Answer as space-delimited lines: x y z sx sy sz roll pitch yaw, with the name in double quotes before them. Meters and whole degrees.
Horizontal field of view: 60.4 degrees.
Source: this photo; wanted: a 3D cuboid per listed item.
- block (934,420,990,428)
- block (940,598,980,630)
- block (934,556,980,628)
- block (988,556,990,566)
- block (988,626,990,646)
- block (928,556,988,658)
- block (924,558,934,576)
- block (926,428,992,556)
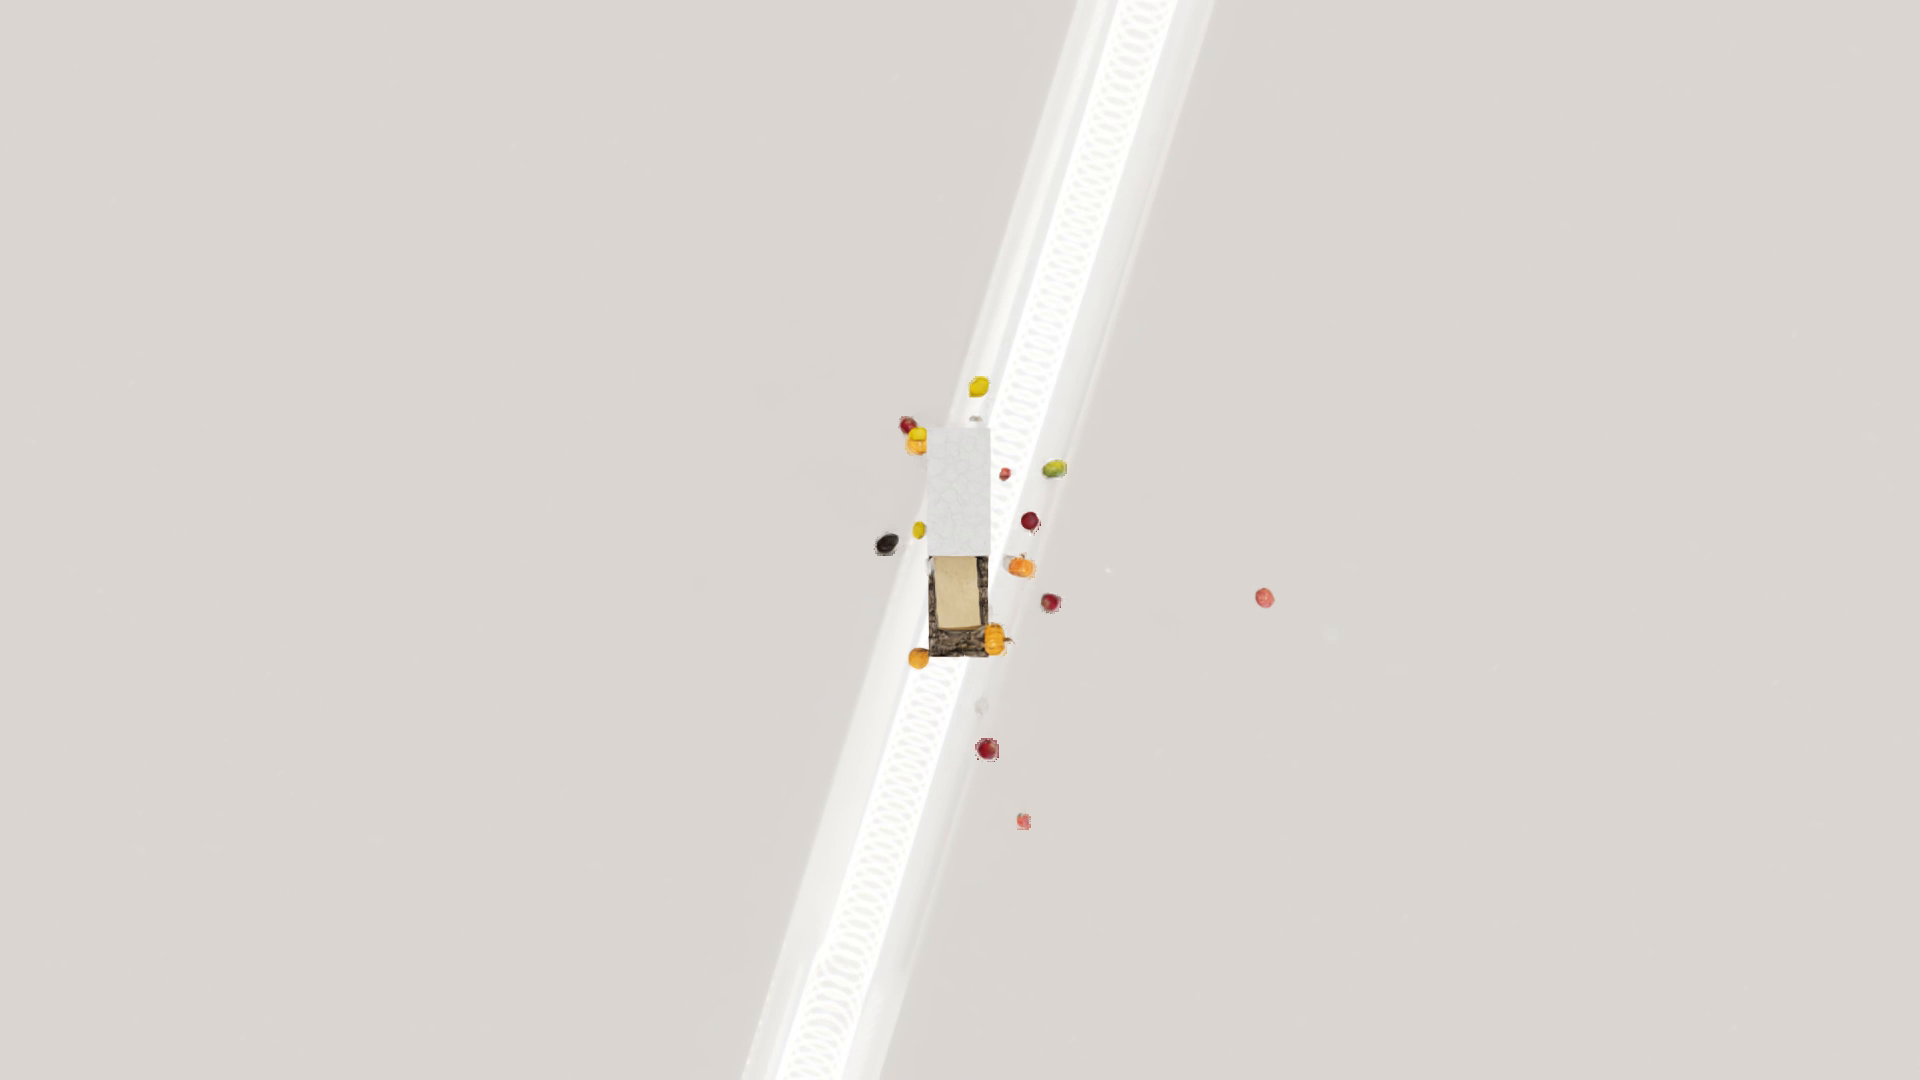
"block" 0.003 -0.180 4.800 0.164 0.047 0.329 1 90 0
"block" -0.002 0.209 4.640 0.113 0.226 0.032 0 72 0
"block" -0.009 0.124 4.507 0.113 0.032 0.226 -4 90 -5
"block" -0.002 0.050 4.977 0.175 0.349 0.049 0 90 0
"block" 0.000 0.282 5.047 0.175 0.490 0.049 0 90 0
"block" -0.005 0.164 4.778 0.175 0.049 0.349 0 90 0
"block" -0.039 0.056 4.639 0.113 0.226 0.032 -29 86 0
"block" -0.002 -0.128 4.389 0.170 0.048 0.339 0 90 0
